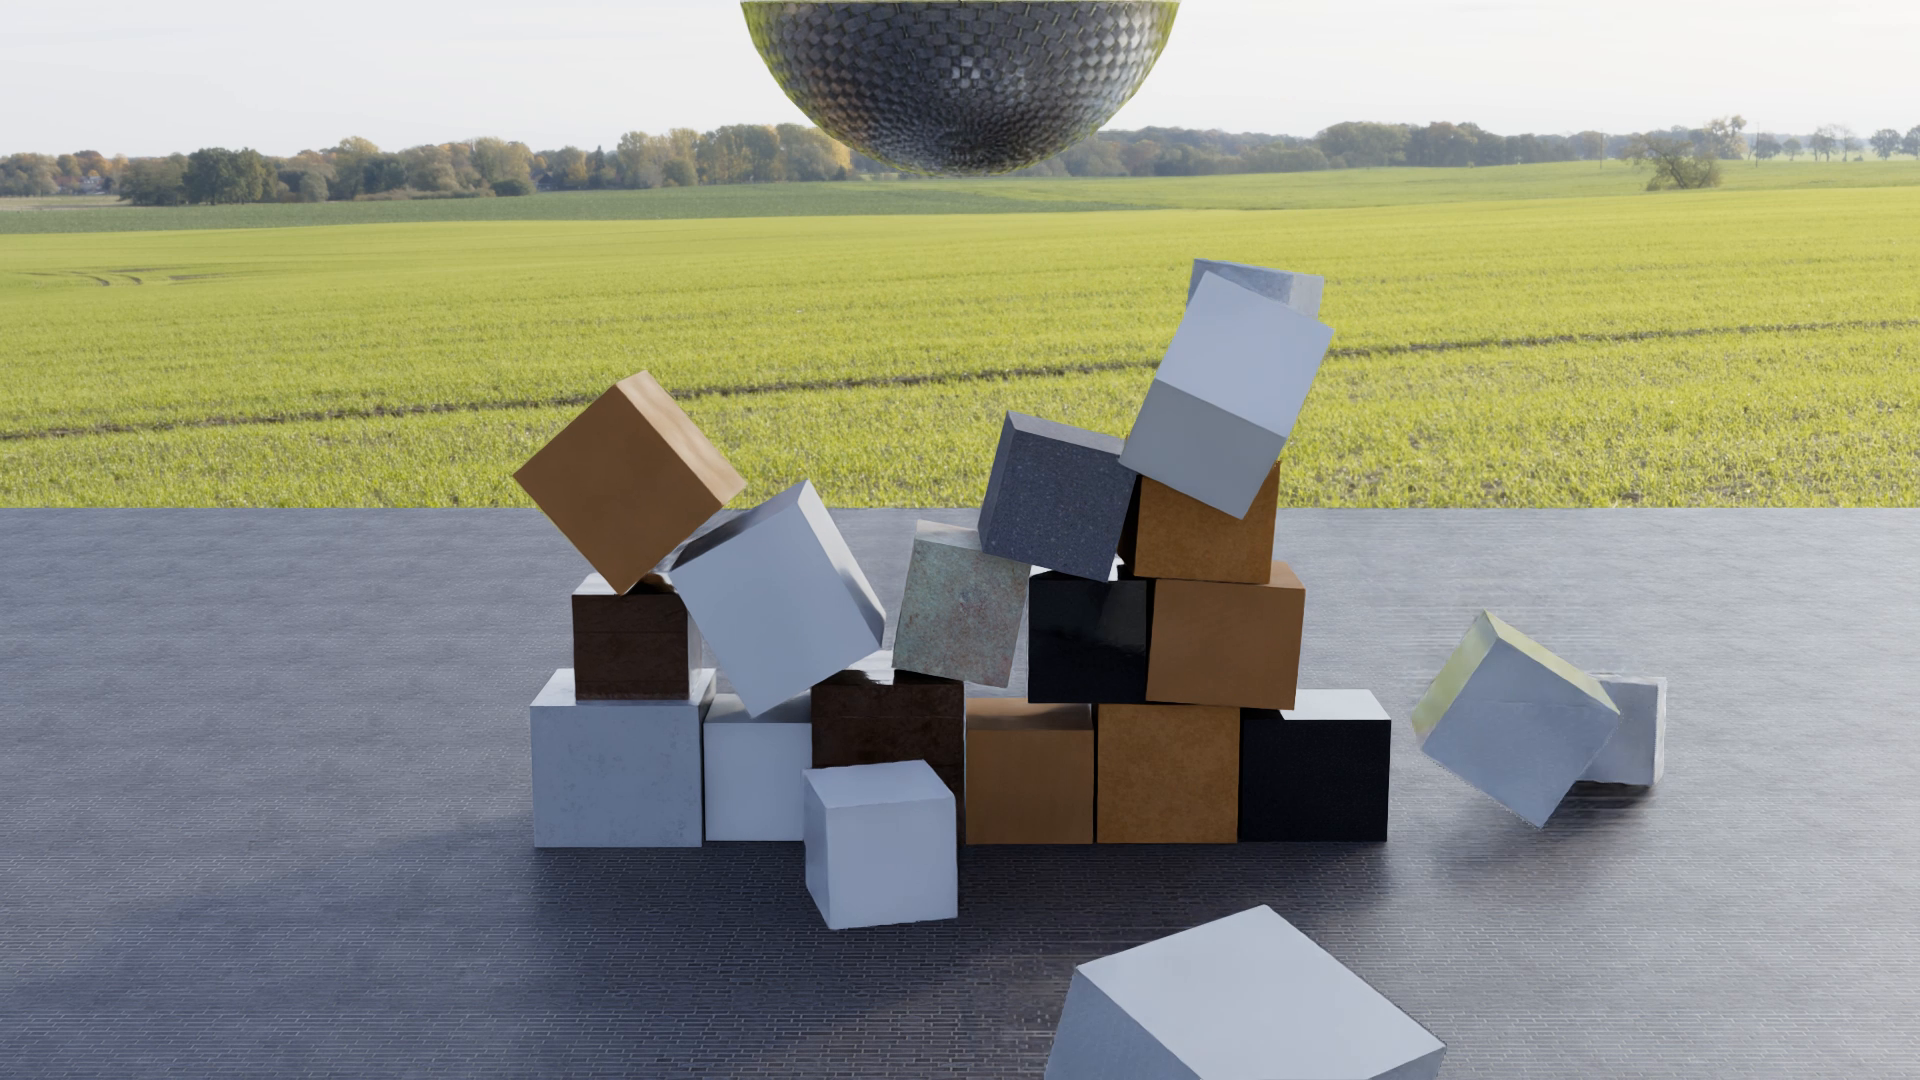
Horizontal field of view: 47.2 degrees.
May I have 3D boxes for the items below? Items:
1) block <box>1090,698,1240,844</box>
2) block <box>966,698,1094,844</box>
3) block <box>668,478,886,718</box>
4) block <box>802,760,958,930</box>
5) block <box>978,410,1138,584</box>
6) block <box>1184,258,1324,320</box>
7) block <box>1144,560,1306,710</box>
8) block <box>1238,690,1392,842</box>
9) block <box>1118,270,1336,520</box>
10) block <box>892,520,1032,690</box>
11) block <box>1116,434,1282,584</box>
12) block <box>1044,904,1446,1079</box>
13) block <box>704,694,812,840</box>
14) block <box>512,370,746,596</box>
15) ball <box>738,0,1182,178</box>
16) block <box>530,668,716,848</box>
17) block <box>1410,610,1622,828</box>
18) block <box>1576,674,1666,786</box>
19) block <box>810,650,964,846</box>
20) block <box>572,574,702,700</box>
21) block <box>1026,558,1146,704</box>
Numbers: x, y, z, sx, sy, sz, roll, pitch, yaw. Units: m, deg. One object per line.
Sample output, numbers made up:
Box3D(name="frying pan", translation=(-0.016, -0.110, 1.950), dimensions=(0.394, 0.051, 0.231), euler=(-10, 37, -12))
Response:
Box3D(name="block", translation=(1.048, 1.122, 11.378), dimensions=(0.708, 0.722, 0.643), euler=(0, 10, 0))
Box3D(name="block", translation=(0.352, 1.187, 11.382), dimensions=(0.639, 0.592, 0.660), euler=(0, 10, 0))
Box3D(name="block", translation=(-0.912, 0.280, 11.200), dimensions=(0.735, 0.836, 0.798), euler=(-29, 9, 5))
Box3D(name="block", translation=(-0.377, 1.404, 10.210), dimensions=(0.592, 0.573, 0.625), euler=(-4, 11, -13))
Box3D(name="block", translation=(0.484, -0.230, 11.088), dimensions=(0.632, 0.630, 0.726), euler=(14, 10, -4))
Box3D(name="block", translation=(1.460, -1.111, 11.028), dimensions=(0.527, 0.510, 0.462), euler=(13, 11, 27))
Box3D(name="block", translation=(1.318, 0.456, 11.253), dimensions=(0.740, 0.619, 0.736), euler=(4, 10, 0))
Box3D(name="block", translation=(1.795, 1.161, 11.397), dimensions=(0.740, 0.638, 0.612), euler=(0, 10, 0))
Box3D(name="block", translation=(1.257, -0.680, 10.459), dimensions=(0.663, 0.678, 0.779), euler=(25, -29, 4))
Box3D(name="block", translation=(0.009, 0.318, 11.233), dimensions=(0.591, 0.667, 0.579), euler=(11, 10, -2))
Box3D(name="block", translation=(1.198, -0.163, 11.139), dimensions=(0.681, 0.621, 0.625), euler=(3, 10, -4))
Box3D(name="block", translation=(0.845, 1.787, 6.938), dimensions=(0.869, 0.788, 0.792), euler=(-9, 32, -40))
Box3D(name="block", translation=(-1.019, 1.170, 11.408), dimensions=(0.544, 0.616, 0.595), euler=(0, 10, 0))
Box3D(name="block", translation=(-1.657, -0.304, 11.164), dimensions=(0.695, 0.794, 0.765), euler=(-41, 5, 9))
Box3D(name="ball", translation=(0.000, -2.072, 7.663), dimensions=(1.600, 1.600, 1.600), euler=(0, 10, 0))
Box3D(name="block", translation=(-1.721, 1.115, 11.383), dimensions=(0.839, 0.733, 0.779), euler=(0, 10, 0))
Box3D(name="block", translation=(2.290, 0.728, 9.129), dimensions=(0.578, 0.558, 0.649), euler=(33, 11, 3))
Box3D(name="block", translation=(3.537, 1.030, 12.106), dimensions=(0.601, 0.544, 0.507), euler=(3, 1, 22))
Box3D(name="block", translation=(-0.362, 1.064, 11.374), dimensions=(0.759, 0.836, 0.744), euler=(0, 10, 0))
Box3D(name="block", translation=(-1.647, 0.488, 11.276), dimensions=(0.572, 0.538, 0.561), euler=(0, 10, 0))
Box3D(name="block", translation=(0.635, 0.459, 11.247), dimensions=(0.583, 0.629, 0.574), euler=(0, 10, 0))
